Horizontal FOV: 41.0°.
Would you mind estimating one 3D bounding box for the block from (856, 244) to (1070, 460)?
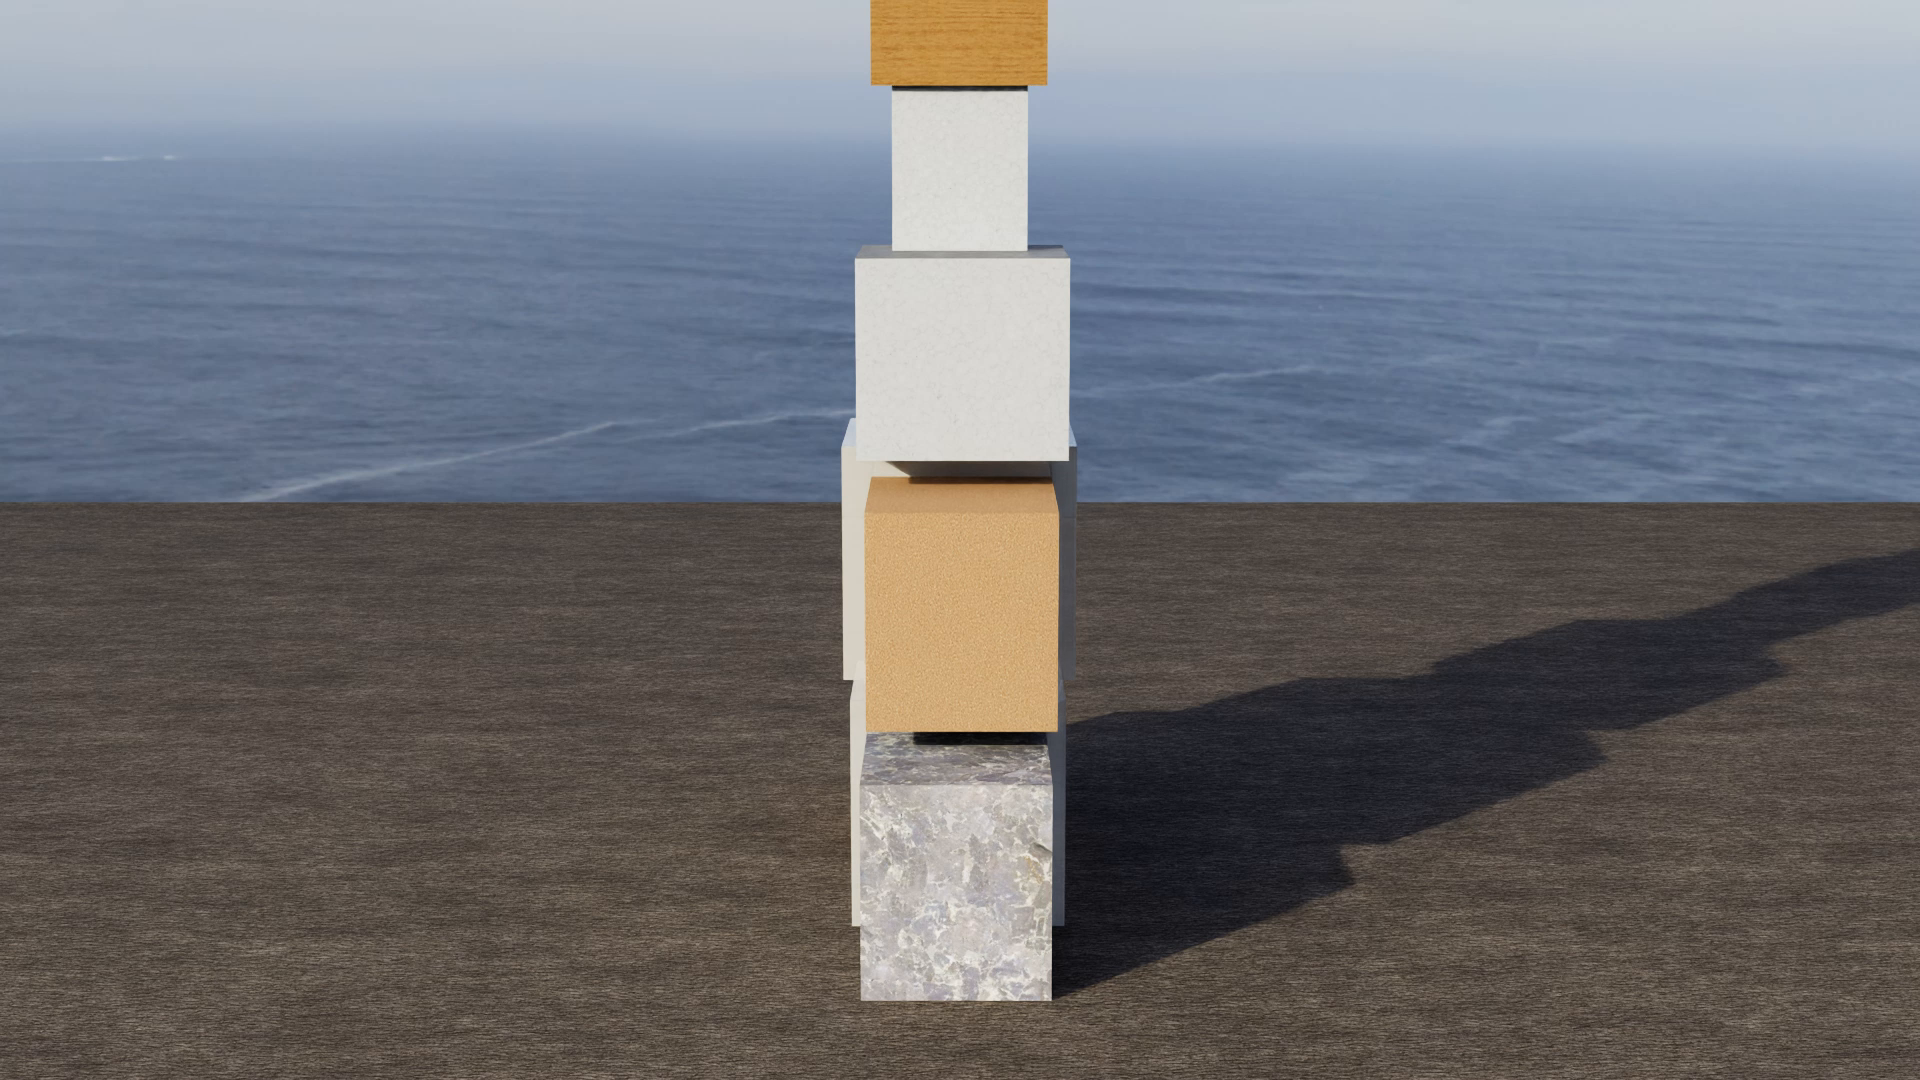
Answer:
[{"bbox_3d":[0.011,-0.791,10.648,0.853,0.810,0.832,0,10,0],"label":"block"}]

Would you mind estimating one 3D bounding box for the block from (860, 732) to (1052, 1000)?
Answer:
[{"bbox_3d":[-0.015,1.270,10.194,0.730,0.854,0.866,0,10,0],"label":"block"}]

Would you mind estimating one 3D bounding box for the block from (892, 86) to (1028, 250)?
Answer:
[{"bbox_3d":[0.000,-1.589,10.891,0.558,0.674,0.654,0,10,0],"label":"block"}]

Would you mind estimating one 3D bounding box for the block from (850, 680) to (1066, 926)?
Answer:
[{"bbox_3d":[-0.008,1.057,11.048,0.887,0.967,0.871,0,10,0],"label":"block"}]

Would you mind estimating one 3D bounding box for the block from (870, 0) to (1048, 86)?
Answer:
[{"bbox_3d":[-0.003,-2.324,10.758,0.719,0.820,0.741,0,10,0],"label":"block"}]

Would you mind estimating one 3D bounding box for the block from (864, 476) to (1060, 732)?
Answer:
[{"bbox_3d":[0.006,0.243,10.389,0.752,0.873,0.826,0,11,0],"label":"block"}]

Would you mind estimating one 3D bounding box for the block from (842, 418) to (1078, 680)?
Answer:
[{"bbox_3d":[-0.003,0.022,11.240,0.984,1.001,0.891,0,10,0],"label":"block"}]
